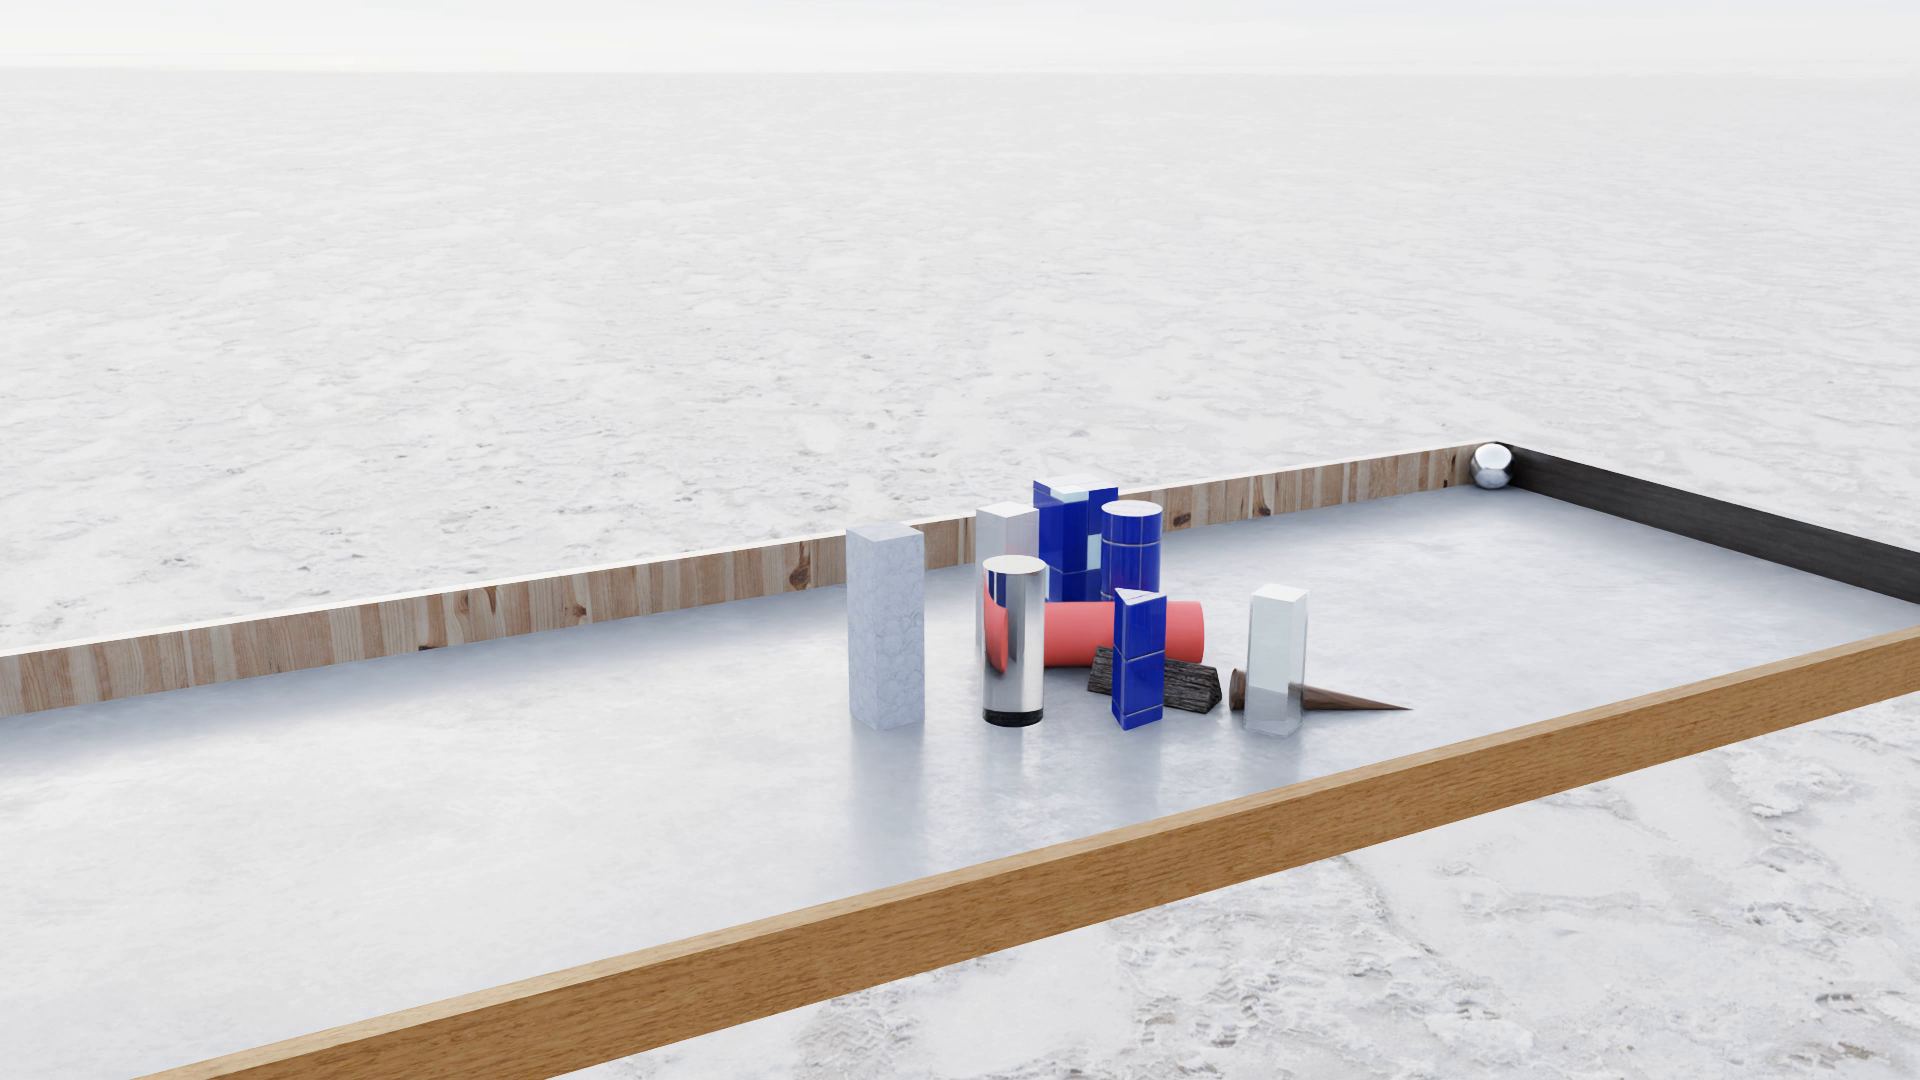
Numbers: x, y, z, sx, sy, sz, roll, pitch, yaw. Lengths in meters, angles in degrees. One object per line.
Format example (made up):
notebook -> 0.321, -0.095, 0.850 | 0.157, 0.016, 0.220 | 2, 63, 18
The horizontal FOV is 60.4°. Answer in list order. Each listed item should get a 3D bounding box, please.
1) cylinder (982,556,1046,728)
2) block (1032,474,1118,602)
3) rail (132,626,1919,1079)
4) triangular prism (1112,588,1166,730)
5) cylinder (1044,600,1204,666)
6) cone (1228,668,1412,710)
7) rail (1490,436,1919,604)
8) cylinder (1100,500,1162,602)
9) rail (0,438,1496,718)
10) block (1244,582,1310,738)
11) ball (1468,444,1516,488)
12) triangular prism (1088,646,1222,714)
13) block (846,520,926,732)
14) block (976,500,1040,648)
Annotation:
cylinder -> 0.125, 0.237, 3.877 | 0.147, 0.378, 0.147 | 0, 16, 0
block -> 0.319, 0.024, 4.602 | 0.172, 0.378, 0.172 | -8, 18, -25
rail -> -2.336, 1.006, 1.665 | 12.000, 0.150, 0.050 | -9, 18, -27
triangular prism -> 0.399, 0.273, 3.876 | 0.123, 0.309, 0.107 | -12, 20, -36
cylinder -> 0.394, 0.241, 4.242 | 0.441, 0.165, 0.165 | -1, 16, -2
cone -> 0.875, 0.383, 3.963 | 0.442, 0.101, 0.101 | 7, 16, 0
rail -> 2.466, -0.048, 5.253 | 0.050, 0.150, 2.100 | -9, 18, -27
cylinder -> 0.451, 0.095, 4.370 | 0.158, 0.372, 0.158 | 0, 16, 0
rail -> -3.305, 0.497, 3.399 | 12.000, 0.150, 0.050 | -9, 18, -27
block -> 0.732, 0.279, 3.817 | 0.103, 0.332, 0.103 | 10, 19, 31
ball -> 1.927, -0.267, 5.973 | 0.163, 0.163, 0.163 | 0, 16, 0
triangular prism -> 0.478, 0.332, 4.041 | 0.311, 0.099, 0.114 | 9, 19, 28
block -> -0.174, 0.199, 3.863 | 0.132, 0.460, 0.132 | -10, 19, -31
block -> 0.123, 0.101, 4.343 | 0.116, 0.377, 0.116 | -14, 21, -39
